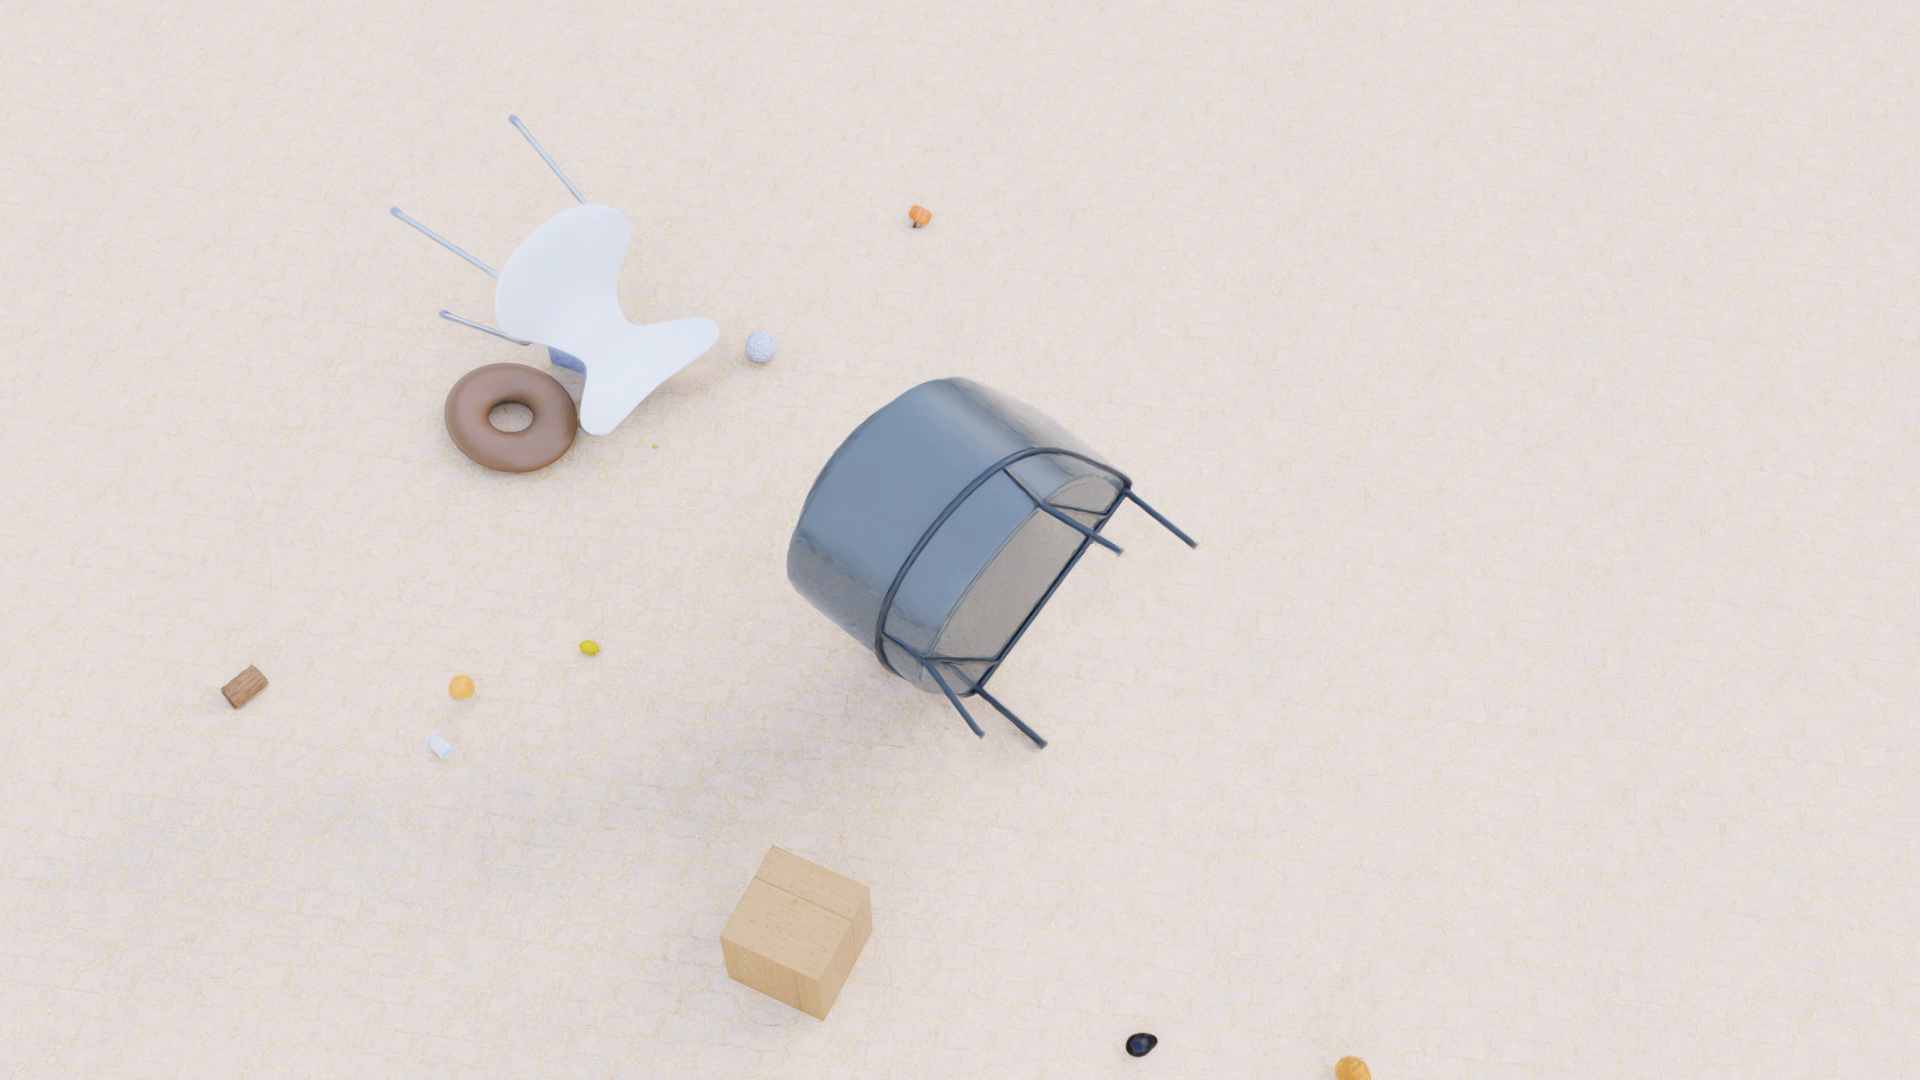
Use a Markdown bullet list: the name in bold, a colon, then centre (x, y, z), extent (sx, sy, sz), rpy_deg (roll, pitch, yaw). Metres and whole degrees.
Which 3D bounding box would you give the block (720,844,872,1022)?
- **block**: centre (-0.421, 1.024, 5.725), extent (0.283, 0.270, 0.283), rpy_deg (22, 59, 14)

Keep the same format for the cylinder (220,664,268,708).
- **cylinder**: centre (-2.035, 0.417, 6.253), extent (0.074, 0.068, 0.112), rpy_deg (44, 65, 8)

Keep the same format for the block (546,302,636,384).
- **block**: centre (-1.159, -0.623, 6.924), extent (0.213, 0.112, 0.173), rpy_deg (19, 58, 12)

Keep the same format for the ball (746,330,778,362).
- **ball**: centre (-0.626, -0.610, 6.923), extent (0.101, 0.101, 0.101), rpy_deg (0, 56, 0)

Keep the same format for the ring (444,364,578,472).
- **ring**: centre (-1.382, -0.378, 6.766), extent (0.441, 0.105, 0.373), rpy_deg (33, 63, 20)
